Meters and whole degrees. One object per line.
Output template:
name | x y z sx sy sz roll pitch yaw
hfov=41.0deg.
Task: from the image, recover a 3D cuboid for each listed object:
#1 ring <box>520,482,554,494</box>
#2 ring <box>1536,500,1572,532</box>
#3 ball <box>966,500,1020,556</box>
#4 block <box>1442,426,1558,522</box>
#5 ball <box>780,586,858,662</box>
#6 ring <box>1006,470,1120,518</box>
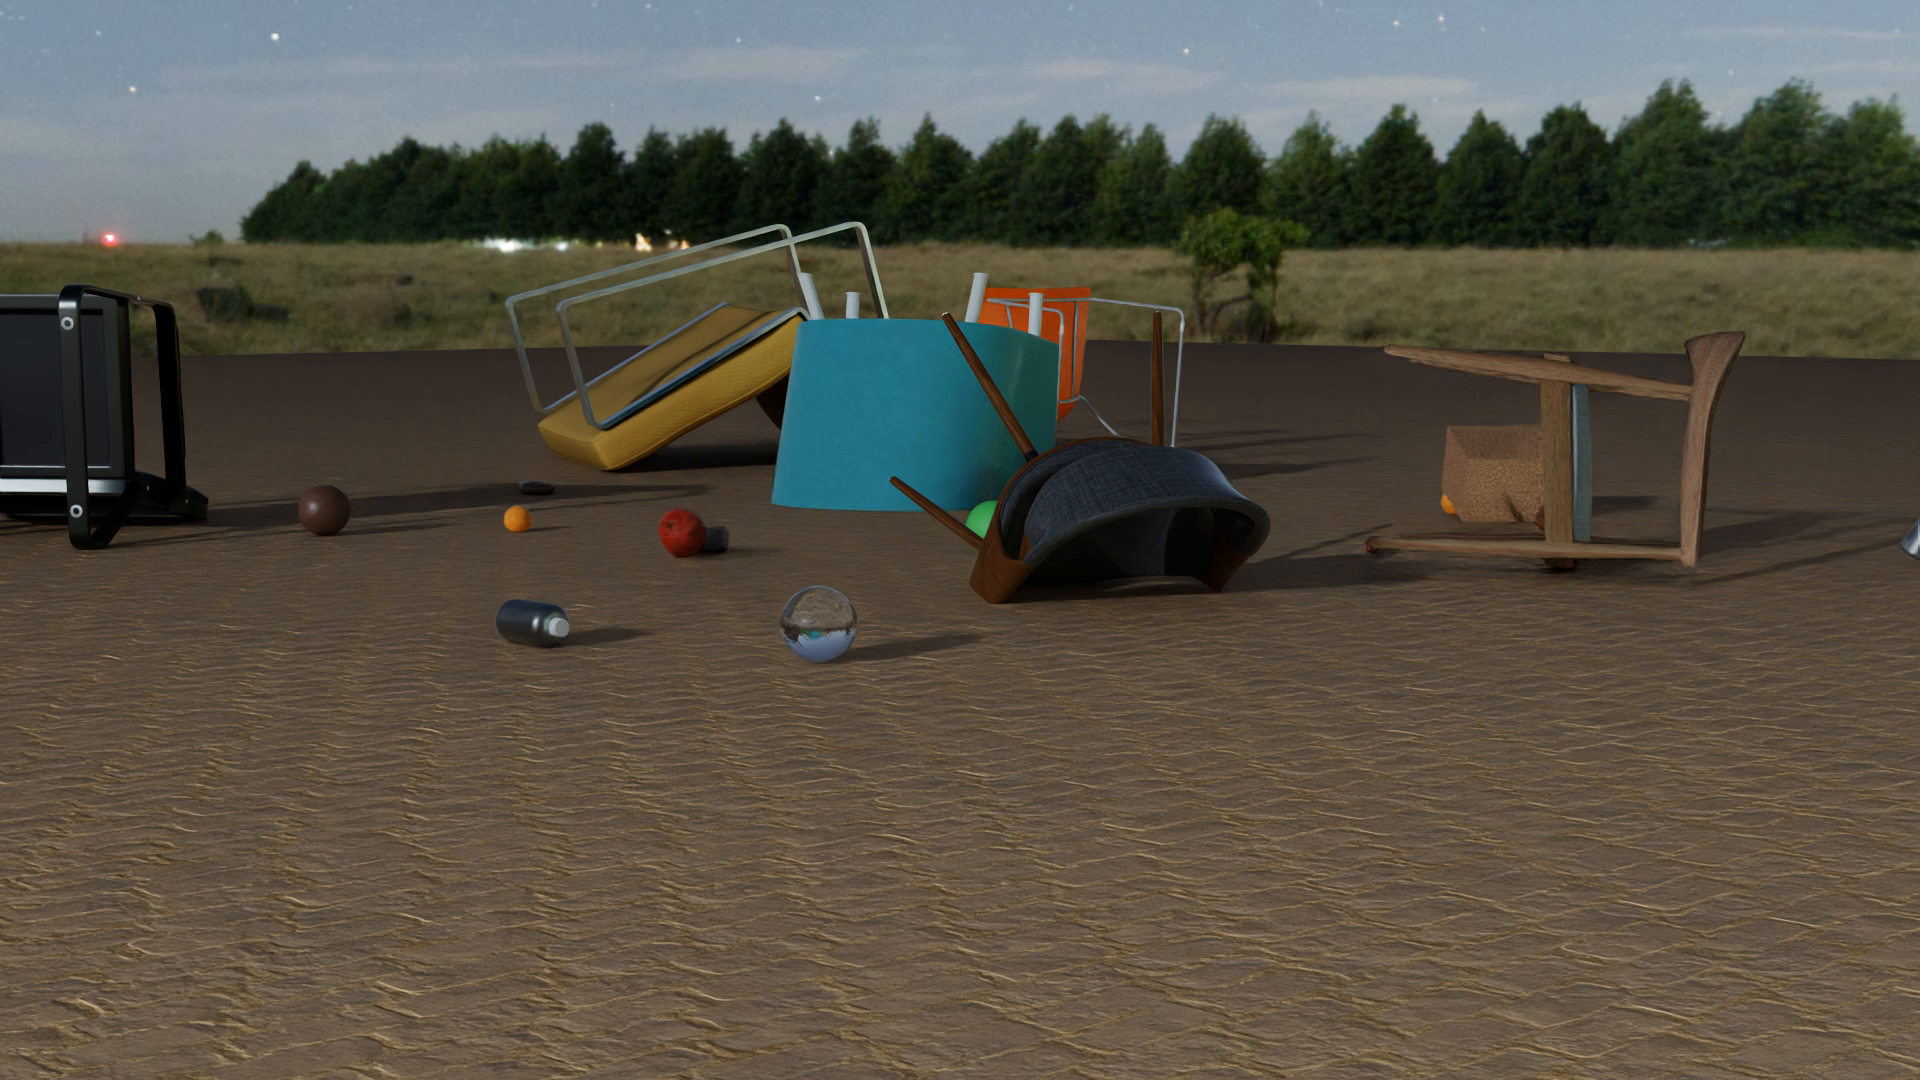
ring | -1.281 -0.157 7.771 0.087 0.036 0.140 -4 7 -41
ring | 1.539 -0.061 6.646 0.130 0.078 0.055 -22 6 -43
ball | 0.078 -0.028 6.048 0.131 0.131 0.131 0 6 0
block | 1.459 -0.180 6.955 0.238 0.182 0.249 0 23 -4
ball | -0.241 0.144 4.377 0.131 0.131 0.131 0 6 0
ring | 0.284 -0.128 7.099 0.320 0.115 0.264 1 7 25
